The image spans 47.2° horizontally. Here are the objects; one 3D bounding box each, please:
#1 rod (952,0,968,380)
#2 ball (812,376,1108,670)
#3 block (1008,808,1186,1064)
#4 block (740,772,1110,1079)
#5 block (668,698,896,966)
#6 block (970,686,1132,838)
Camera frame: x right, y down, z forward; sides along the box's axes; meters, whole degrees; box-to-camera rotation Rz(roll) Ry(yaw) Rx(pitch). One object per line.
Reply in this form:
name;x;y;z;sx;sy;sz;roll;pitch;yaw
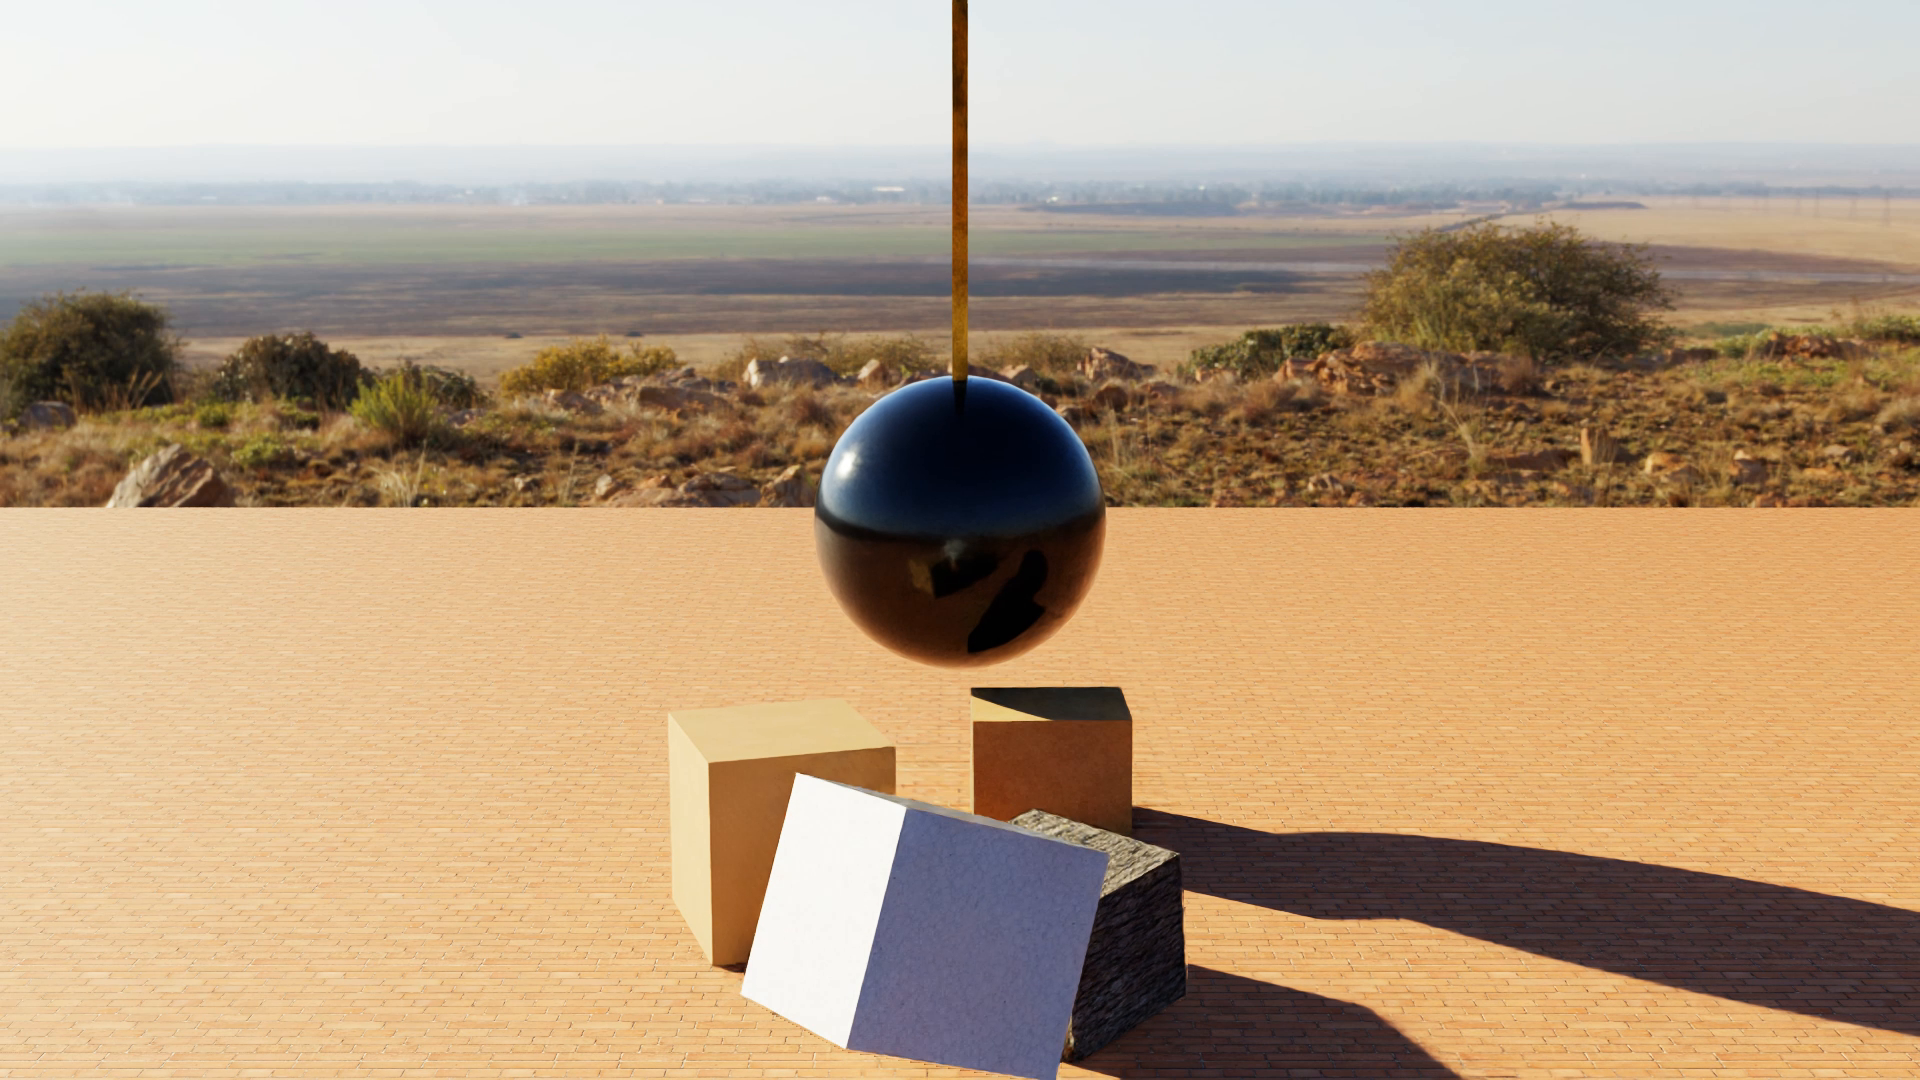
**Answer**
rod;0.000;-3.333;10.919;0.080;5.200;0.080;0;18;0
ball;0.000;-0.095;11.958;1.600;1.600;1.600;0;10;0
block;0.378;1.577;8.871;0.778;0.621;0.699;11;23;42
block;-0.130;1.360;7.779;0.856;0.810;0.797;17;-6;-31
block;-0.813;1.290;9.932;0.826;0.908;0.890;-3;11;-18
block;0.460;1.159;11.398;0.799;0.642;0.692;0;10;-1
